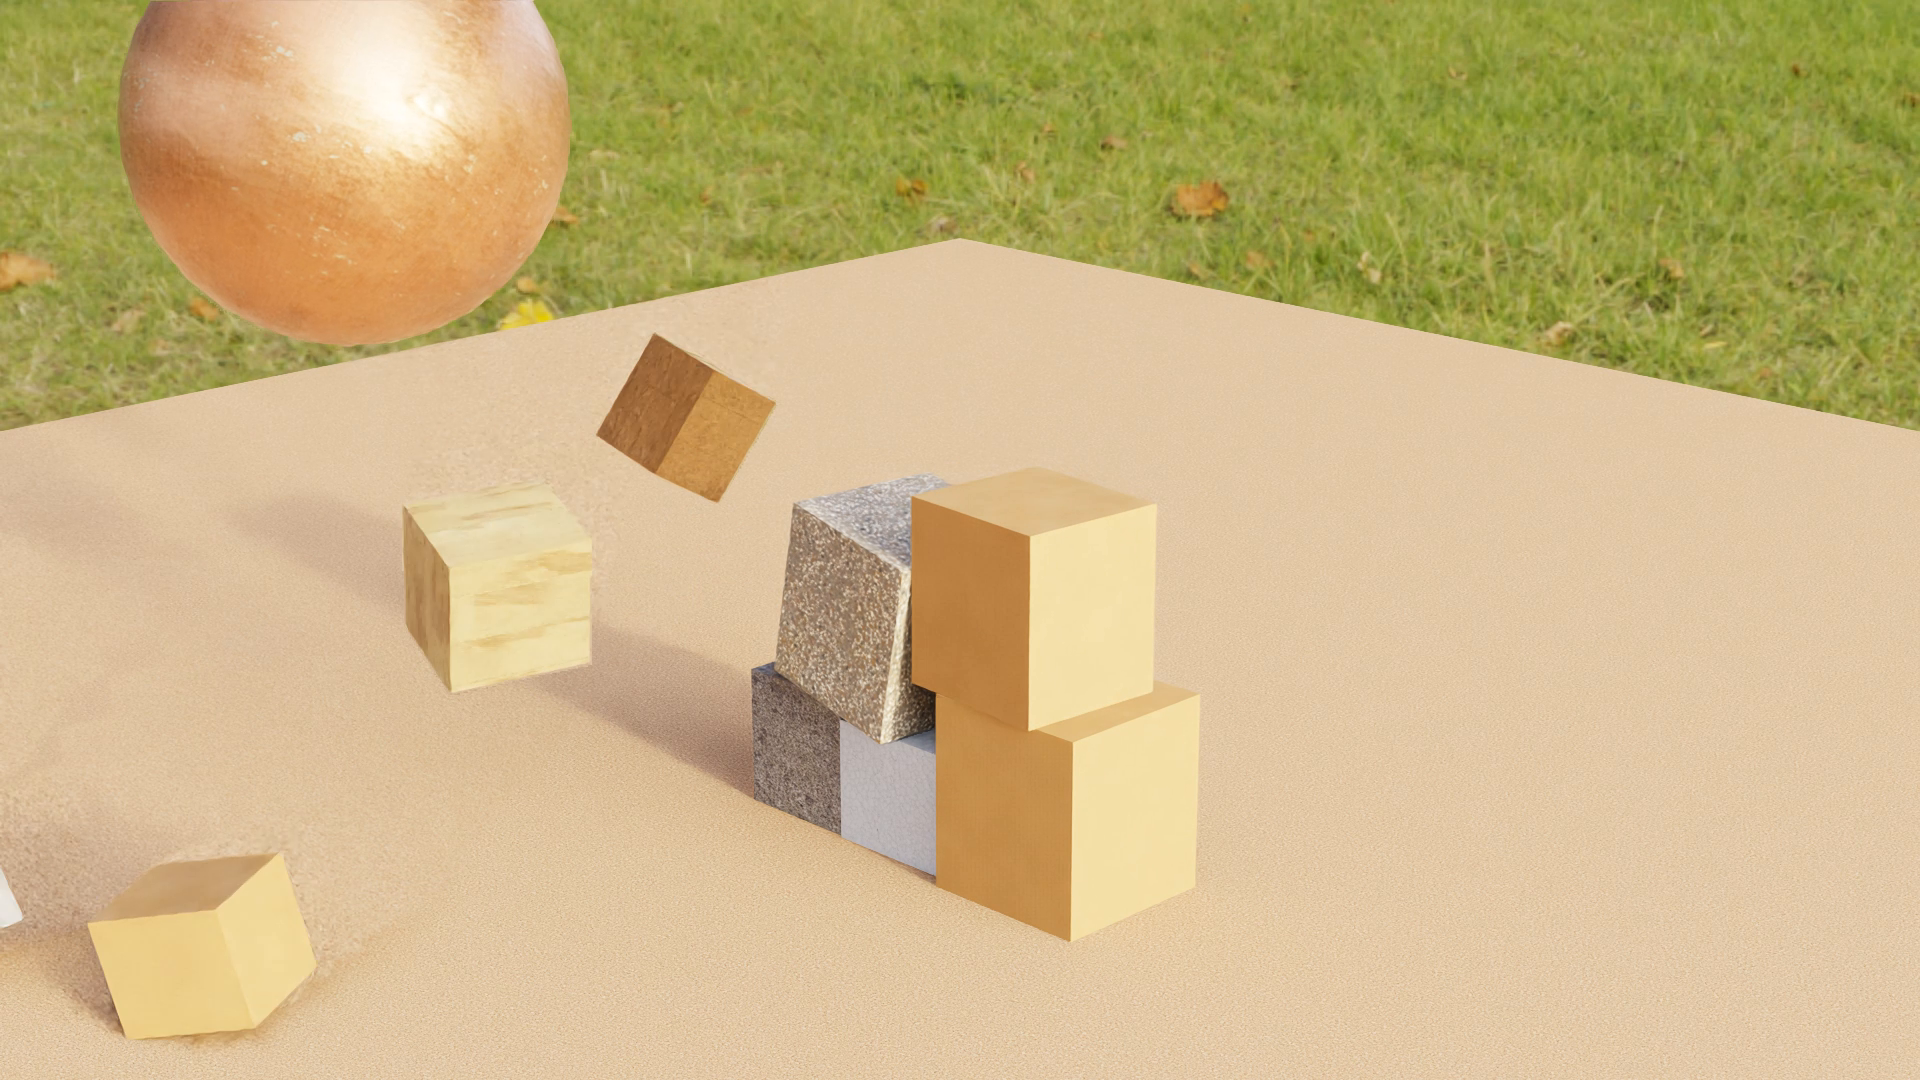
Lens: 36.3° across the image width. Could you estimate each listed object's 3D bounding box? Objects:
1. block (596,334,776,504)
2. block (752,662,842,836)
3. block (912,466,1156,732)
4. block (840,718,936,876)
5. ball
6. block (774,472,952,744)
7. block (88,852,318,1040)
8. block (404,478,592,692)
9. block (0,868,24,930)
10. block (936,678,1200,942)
[{"bbox_3d":[-1.407,-0.623,15.066,0.492,0.603,0.525,32,3,37],"label":"block"},{"bbox_3d":[-0.565,0.946,14.203,0.612,0.678,0.632,-17,24,-42],"label":"block"},{"bbox_3d":[0.322,0.242,13.000,0.741,0.878,0.787,-14,22,-38],"label":"block"},{"bbox_3d":[-0.081,1.128,13.760,0.648,0.596,0.711,-17,24,-42],"label":"block"},{"bbox_3d":[-2.204,-1.499,10.560,1.600,1.600,1.600,0,17,0],"label":"ball"},{"bbox_3d":[-0.256,0.302,13.700,0.823,0.877,0.802,-14,33,-39],"label":"block"},{"bbox_3d":[-3.085,1.652,11.967,0.604,0.526,0.535,-8,17,19],"label":"block"},{"bbox_3d":[-2.244,0.213,14.218,0.710,0.698,0.638,-12,35,-26],"label":"block"},{"bbox_3d":[-4.300,1.463,12.054,0.560,0.533,0.618,-26,3,-34],"label":"block"},{"bbox_3d":[0.480,1.131,13.190,0.833,0.933,0.831,17,24,42],"label":"block"}]
